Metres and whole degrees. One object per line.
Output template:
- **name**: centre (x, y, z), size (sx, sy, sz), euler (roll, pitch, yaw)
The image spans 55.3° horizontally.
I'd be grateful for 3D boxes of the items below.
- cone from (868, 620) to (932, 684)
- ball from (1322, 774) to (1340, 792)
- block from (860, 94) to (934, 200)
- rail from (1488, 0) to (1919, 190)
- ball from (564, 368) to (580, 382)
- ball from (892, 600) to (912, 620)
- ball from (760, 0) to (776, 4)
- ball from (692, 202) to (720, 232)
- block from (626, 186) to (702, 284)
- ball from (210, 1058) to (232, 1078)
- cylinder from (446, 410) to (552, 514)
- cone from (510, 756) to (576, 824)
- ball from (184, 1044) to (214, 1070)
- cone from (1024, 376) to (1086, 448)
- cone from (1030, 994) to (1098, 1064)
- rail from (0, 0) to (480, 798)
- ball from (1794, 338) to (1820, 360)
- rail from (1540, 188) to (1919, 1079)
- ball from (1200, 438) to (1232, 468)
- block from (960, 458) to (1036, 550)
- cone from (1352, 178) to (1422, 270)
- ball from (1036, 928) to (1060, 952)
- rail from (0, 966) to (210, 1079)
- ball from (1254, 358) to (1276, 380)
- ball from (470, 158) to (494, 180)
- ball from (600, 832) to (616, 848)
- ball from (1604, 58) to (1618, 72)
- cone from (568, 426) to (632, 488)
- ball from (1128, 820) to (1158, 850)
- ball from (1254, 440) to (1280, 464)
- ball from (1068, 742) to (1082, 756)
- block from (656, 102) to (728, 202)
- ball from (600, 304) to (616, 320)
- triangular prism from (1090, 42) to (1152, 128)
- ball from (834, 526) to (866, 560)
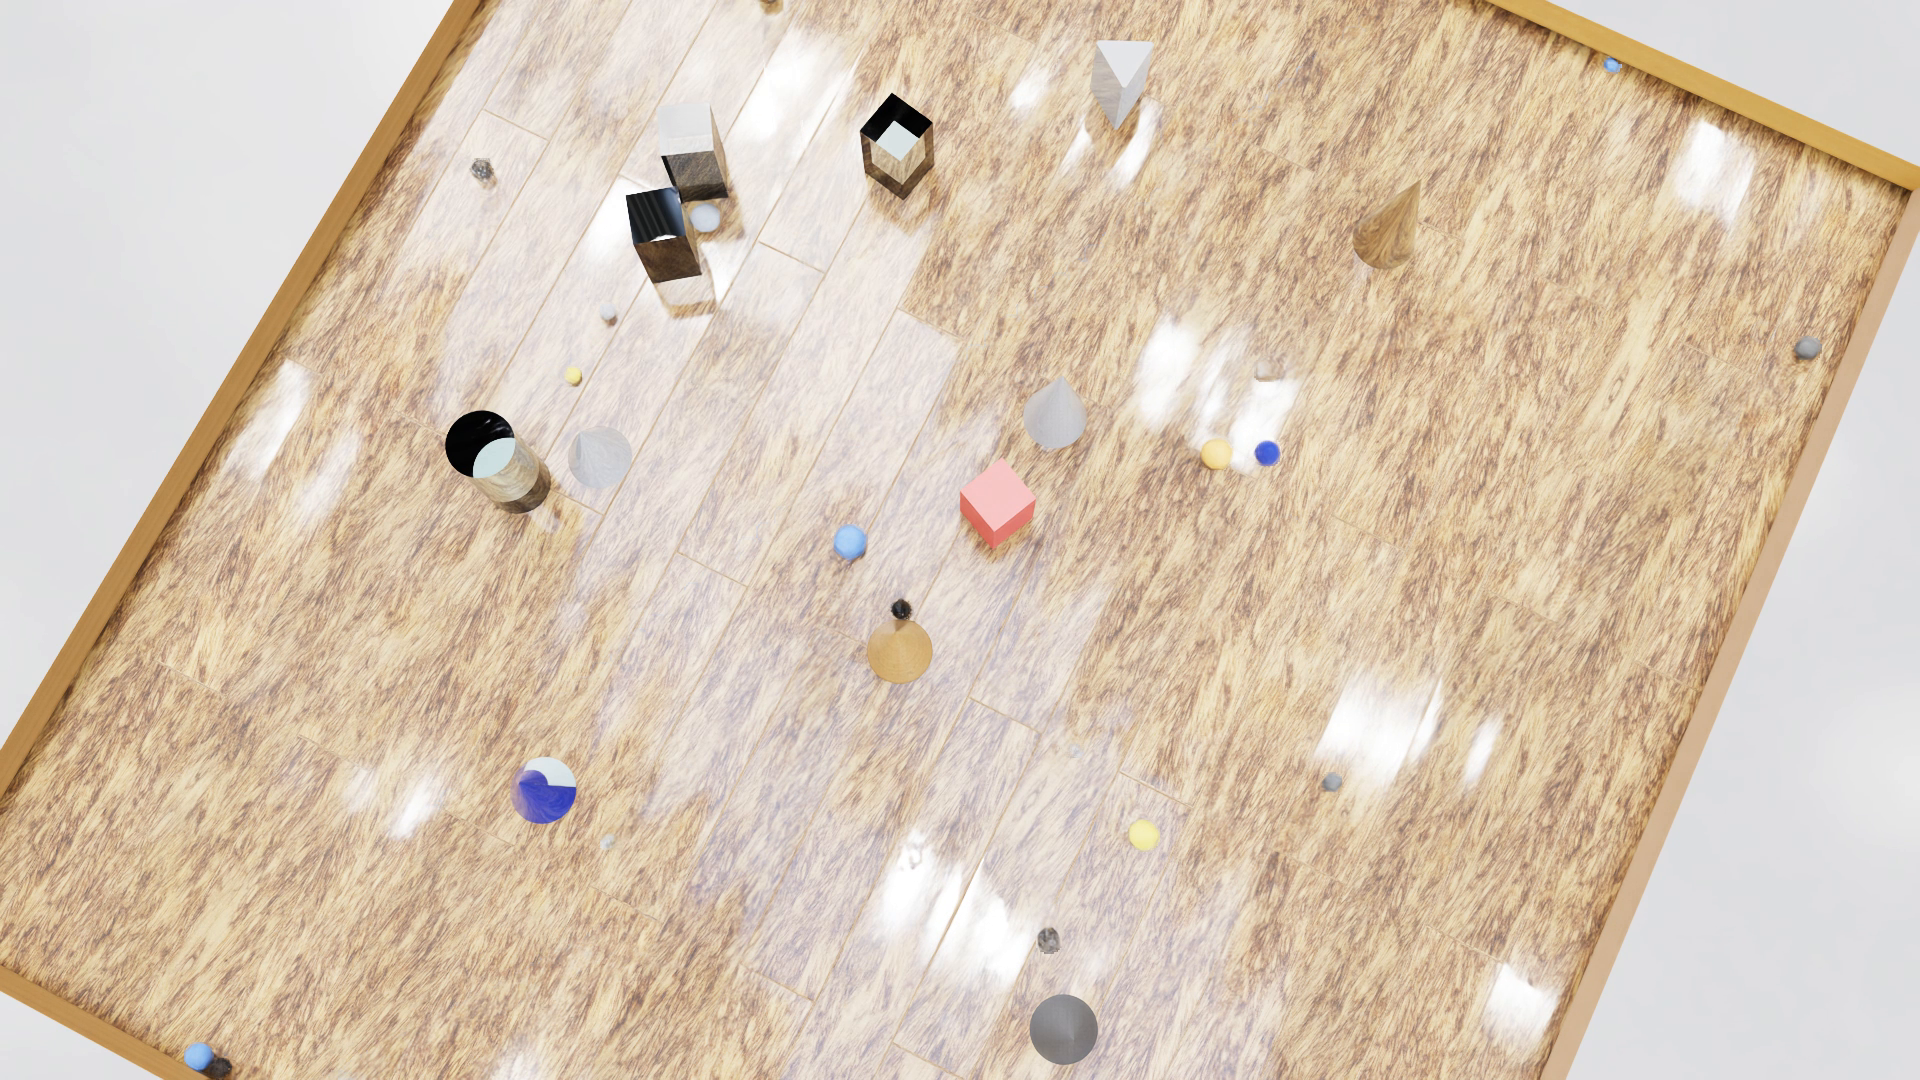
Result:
- **cone**: centre (-0.182, 0.298, 5.362), size (0.199, 0.377, 0.199), euler (0, 78, 0)
- **ball**: centre (1.102, 0.723, 5.439), size (0.054, 0.054, 0.054), euler (0, 78, 0)
- **block**: centre (-0.194, -1.222, 5.708), size (0.159, 0.315, 0.159), euler (37, 81, 7)
- **rail**: centre (1.064, -2.076, 5.979), size (4.455, 0.129, 0.045), euler (26, 80, 5)
- **ball**: centre (-1.206, -0.512, 5.699), size (0.047, 0.047, 0.047), euler (0, 78, 0)
- **ball**: centre (-0.177, 0.210, 5.542), size (0.061, 0.061, 0.061), euler (0, 78, 0)
- **ball**: centre (-0.622, -1.780, 5.944), size (0.081, 0.081, 0.081), euler (0, 78, 0)
- **ball**: centre (-0.801, -1.019, 5.780), size (0.093, 0.093, 0.093), euler (0, 78, 0)
- **block**: centre (-0.908, -0.934, 5.633), size (0.159, 0.346, 0.159), euler (-11, 79, -2)
- **ball**: centre (-2.127, 1.519, 5.274), size (0.056, 0.056, 0.056), euler (0, 78, 0)
- **cylinder**: centre (-1.361, -0.225, 5.425), size (0.199, 0.466, 0.199), euler (0, 78, 0)
- **cone**: centre (-1.242, 0.715, 5.310), size (0.199, 0.311, 0.199), euler (0, 78, 0)
- **ball**: centre (-2.188, 1.487, 5.270), size (0.077, 0.077, 0.077), euler (0, 78, 0)
- **cone**: centre (0.295, -0.428, 5.476), size (0.199, 0.448, 0.199), euler (0, 78, 0)
- **cone**: centre (0.301, 1.373, 5.089), size (0.199, 0.476, 0.199), euler (0, 78, 0)
- **rail**: centre (-1.971, -0.958, 5.748), size (0.045, 0.129, 4.804), euler (26, 80, 5)
- **ball**: centre (2.635, -0.594, 5.704), size (0.071, 0.071, 0.071), euler (0, 78, 0)
- **rail**: centre (1.971, 0.972, 5.348), size (0.045, 0.129, 4.804), euler (26, 80, 5)
- **ball**: centre (0.786, -0.267, 5.624), size (0.094, 0.094, 0.094), euler (0, 78, 0)
- **block**: centre (0.112, -0.107, 5.504), size (0.159, 0.265, 0.159), euler (-38, 81, -7)
- **cone**: centre (1.344, -1.003, 5.571), size (0.199, 0.496, 0.199), euler (0, 78, 0)
- **ball**: centre (0.258, 1.164, 5.341), size (0.067, 0.067, 0.067), euler (0, 78, 0)
- **rail**: centre (-1.064, 2.090, 5.117), size (4.455, 0.129, 0.045), euler (26, 80, 5)
- **ball**: centre (0.950, -0.530, 5.692), size (0.068, 0.068, 0.068), euler (0, 78, 0)
- **ball**: centre (-1.520, -1.177, 5.825), size (0.069, 0.069, 0.069), euler (0, 78, 0)
- **ball**: centre (-1.036, 0.888, 5.409), size (0.047, 0.047, 0.047), euler (0, 78, 0)
- **ball**: centre (2.100, -1.534, 5.910), size (0.047, 0.047, 0.047), euler (0, 78, 0)
- **cone**: centre (-1.114, -0.288, 5.519), size (0.199, 0.307, 0.199), euler (0, 78, 0)
- **ball**: centre (0.539, 0.867, 5.393), size (0.086, 0.086, 0.086), euler (0, 78, 0)
- **ball**: centre (0.943, -0.269, 5.633), size (0.076, 0.076, 0.076), euler (0, 78, 0)
- **ball**: centre (0.341, 0.625, 5.466), size (0.041, 0.041, 0.041), euler (0, 78, 0)
- **block**: centre (-0.825, -1.197, 5.676), size (0.159, 0.369, 0.159), euler (-6, 78, -1)
- **ball**: centre (-1.104, -0.713, 5.738), size (0.051, 0.051, 0.051), euler (0, 78, 0)
- **triangular prism**: centre (0.484, -1.459, 5.762), size (0.149, 0.306, 0.172), euler (31, 80, 6)
- **ball**: centre (-0.334, 0.008, 5.564), size (0.099, 0.099, 0.099), euler (0, 78, 0)
